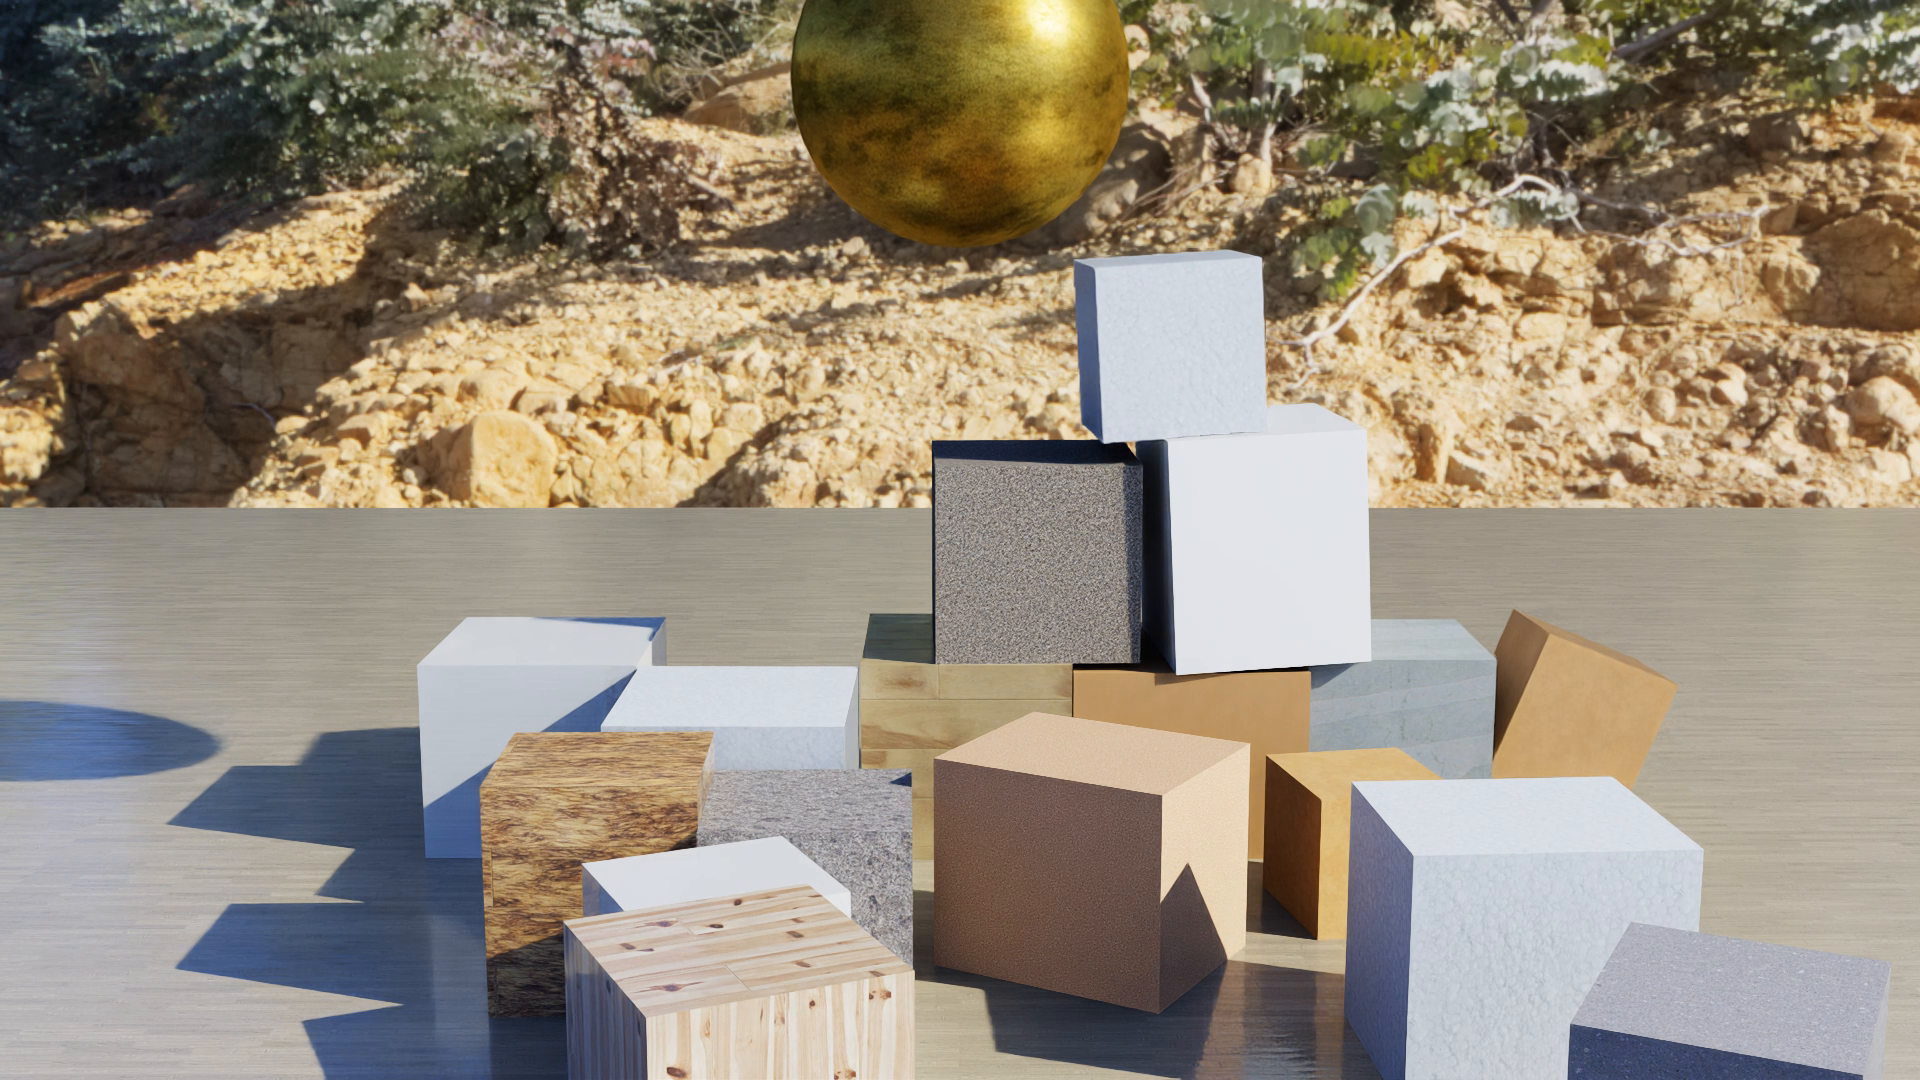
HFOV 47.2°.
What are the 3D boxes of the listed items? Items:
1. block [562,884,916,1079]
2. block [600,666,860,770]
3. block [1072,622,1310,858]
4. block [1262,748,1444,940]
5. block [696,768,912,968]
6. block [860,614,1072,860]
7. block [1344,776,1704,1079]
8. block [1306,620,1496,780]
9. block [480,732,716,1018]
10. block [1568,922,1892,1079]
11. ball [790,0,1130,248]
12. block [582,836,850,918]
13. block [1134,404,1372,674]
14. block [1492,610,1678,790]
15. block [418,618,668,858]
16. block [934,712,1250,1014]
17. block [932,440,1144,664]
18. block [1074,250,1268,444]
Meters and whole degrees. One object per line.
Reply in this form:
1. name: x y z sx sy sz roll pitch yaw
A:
1. block: -0.752 1.773 7.375 0.896 0.873 0.936 -5 11 -25
2. block: -1.038 1.194 10.291 1.071 0.968 1.117 0 10 1
3. block: 1.132 1.010 11.369 1.156 0.945 1.157 0 10 0
4. block: 1.838 1.385 10.139 0.655 0.647 0.741 -2 11 -11
5. block: -0.629 1.473 9.254 0.857 0.791 0.891 0 10 -1
6. block: 0.031 0.989 11.371 1.031 0.987 1.194 0 10 0
7. block: 2.124 1.523 8.447 1.064 0.981 0.926 -1 10 -4
8. block: 2.180 0.991 11.370 0.928 0.983 0.928 0 10 0
9. block: -1.490 1.384 9.242 0.863 0.969 0.821 0 10 -1
10. block: 2.473 1.848 7.076 0.838 0.832 1.002 5 12 26
11. ball: 0.000 -2.179 10.340 1.600 1.600 1.600 0 10 0
12. block: -0.912 1.650 8.210 0.802 0.816 0.718 -5 11 -24
13. block: 1.460 -0.033 11.133 0.960 1.143 1.079 -4 11 -4
14. block: 3.131 0.932 11.457 0.711 0.832 0.717 22 7 -3
15. block: -2.113 0.996 11.351 1.070 0.980 1.100 0 10 0
16. block: 0.574 1.358 9.517 1.068 0.923 0.891 6 12 30
17. block: 0.366 0.040 11.111 0.999 0.973 0.950 0 10 -2
18. block: 1.028 -0.971 10.877 0.801 0.837 0.758 -4 11 -4
